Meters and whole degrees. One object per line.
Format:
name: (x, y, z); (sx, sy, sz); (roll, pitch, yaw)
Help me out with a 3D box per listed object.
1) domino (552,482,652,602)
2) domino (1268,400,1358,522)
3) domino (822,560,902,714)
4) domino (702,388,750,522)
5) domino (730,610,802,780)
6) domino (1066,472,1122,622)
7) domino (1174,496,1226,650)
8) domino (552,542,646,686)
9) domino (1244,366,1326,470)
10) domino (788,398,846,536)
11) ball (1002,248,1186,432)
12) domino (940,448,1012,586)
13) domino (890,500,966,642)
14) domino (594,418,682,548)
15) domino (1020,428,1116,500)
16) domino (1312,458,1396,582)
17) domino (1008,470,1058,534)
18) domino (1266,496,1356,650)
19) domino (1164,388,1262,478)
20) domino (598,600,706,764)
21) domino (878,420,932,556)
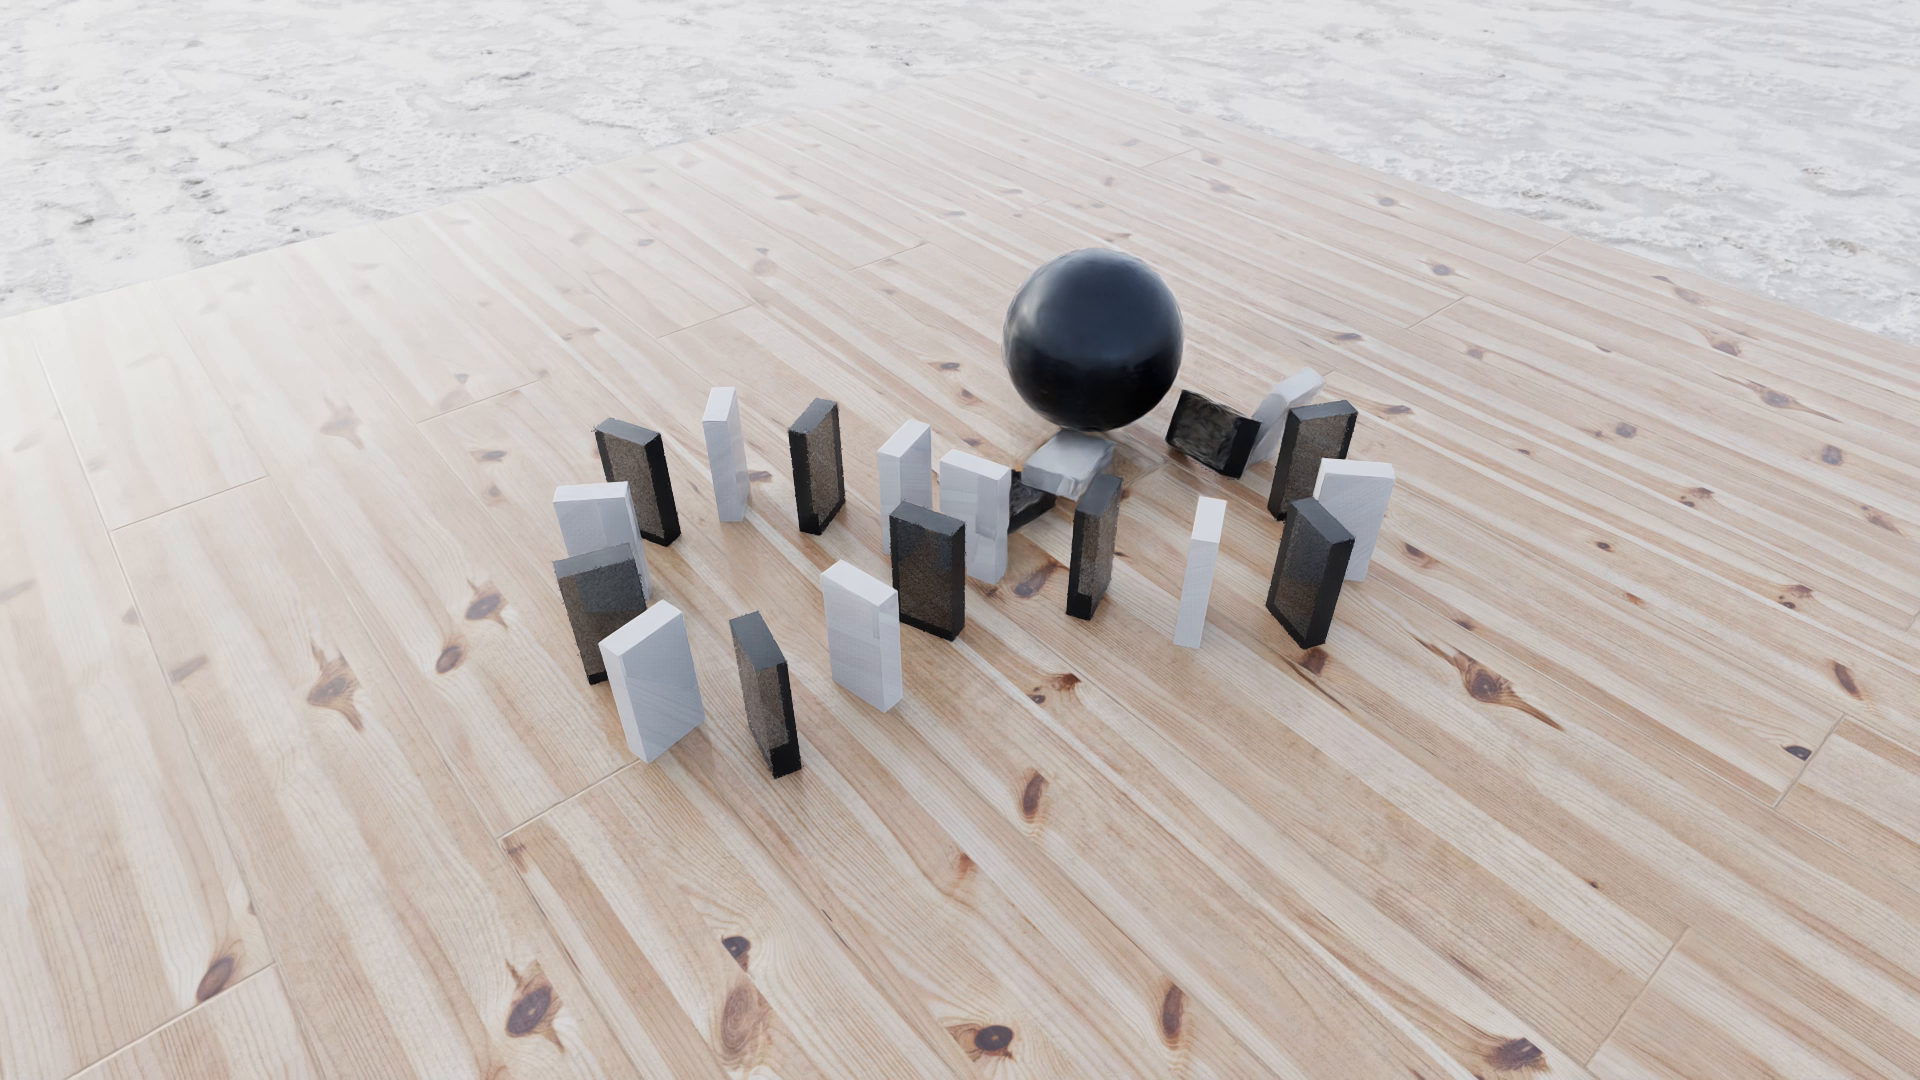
domino: (-0.132, 0.002, 0.409); (0.025, 0.050, 0.009); (-4, 40, -5)
domino: (0.144, -0.032, 0.451); (0.025, 0.050, 0.009); (-9, 40, -11)
domino: (-0.033, 0.033, 0.371); (0.025, 0.050, 0.009); (27, 46, 29)
domino: (-0.096, -0.035, 0.454); (0.009, 0.050, 0.025); (-1, 39, -1)
domino: (-0.062, 0.050, 0.351); (0.009, 0.050, 0.025); (-18, 43, -21)
domino: (0.050, 0.003, 0.408); (0.009, 0.050, 0.025); (16, 42, 19)
domino: (0.086, 0.012, 0.397); (0.009, 0.050, 0.025); (10, 40, 13)
domino: (-0.121, 0.026, 0.380); (0.025, 0.050, 0.009); (-16, 42, -18)
domino: (0.134, -0.051, 0.474); (0.025, 0.050, 0.009); (-29, 69, -31)
domino: (-0.058, -0.029, 0.447); (0.009, 0.050, 0.025); (13, 41, 15)
ball: (0.058, -0.088, 0.485); (0.080, 0.080, 0.080); (0, 39, 0)
domino: (0.005, -0.008, 0.421); (0.025, 0.050, 0.009); (21, 42, 23)
domino: (-0.011, 0.012, 0.397); (0.025, 0.050, 0.009); (19, 43, 22)
domino: (-0.128, -0.023, 0.439); (0.025, 0.050, 0.009); (18, 43, 21)
domino: (0.047, -0.033, 0.474); (0.025, 0.010, 0.050); (18, 29, 18)
domino: (0.147, -0.007, 0.420); (0.025, 0.050, 0.010); (5, 40, 6)
domino: (0.018, -0.016, 0.451); (0.025, 0.010, 0.050); (21, 26, 24)
domino: (0.125, 0.012, 0.396); (0.009, 0.050, 0.025); (-13, 41, -16)
domino: (0.108, -0.047, 0.477); (0.009, 0.025, 0.050); (10, 17, -23)
domino: (-0.098, 0.046, 0.355); (0.010, 0.050, 0.025); (26, 46, 28)
domino: (-0.021, -0.020, 0.435); (0.010, 0.050, 0.025); (18, 43, 20)
